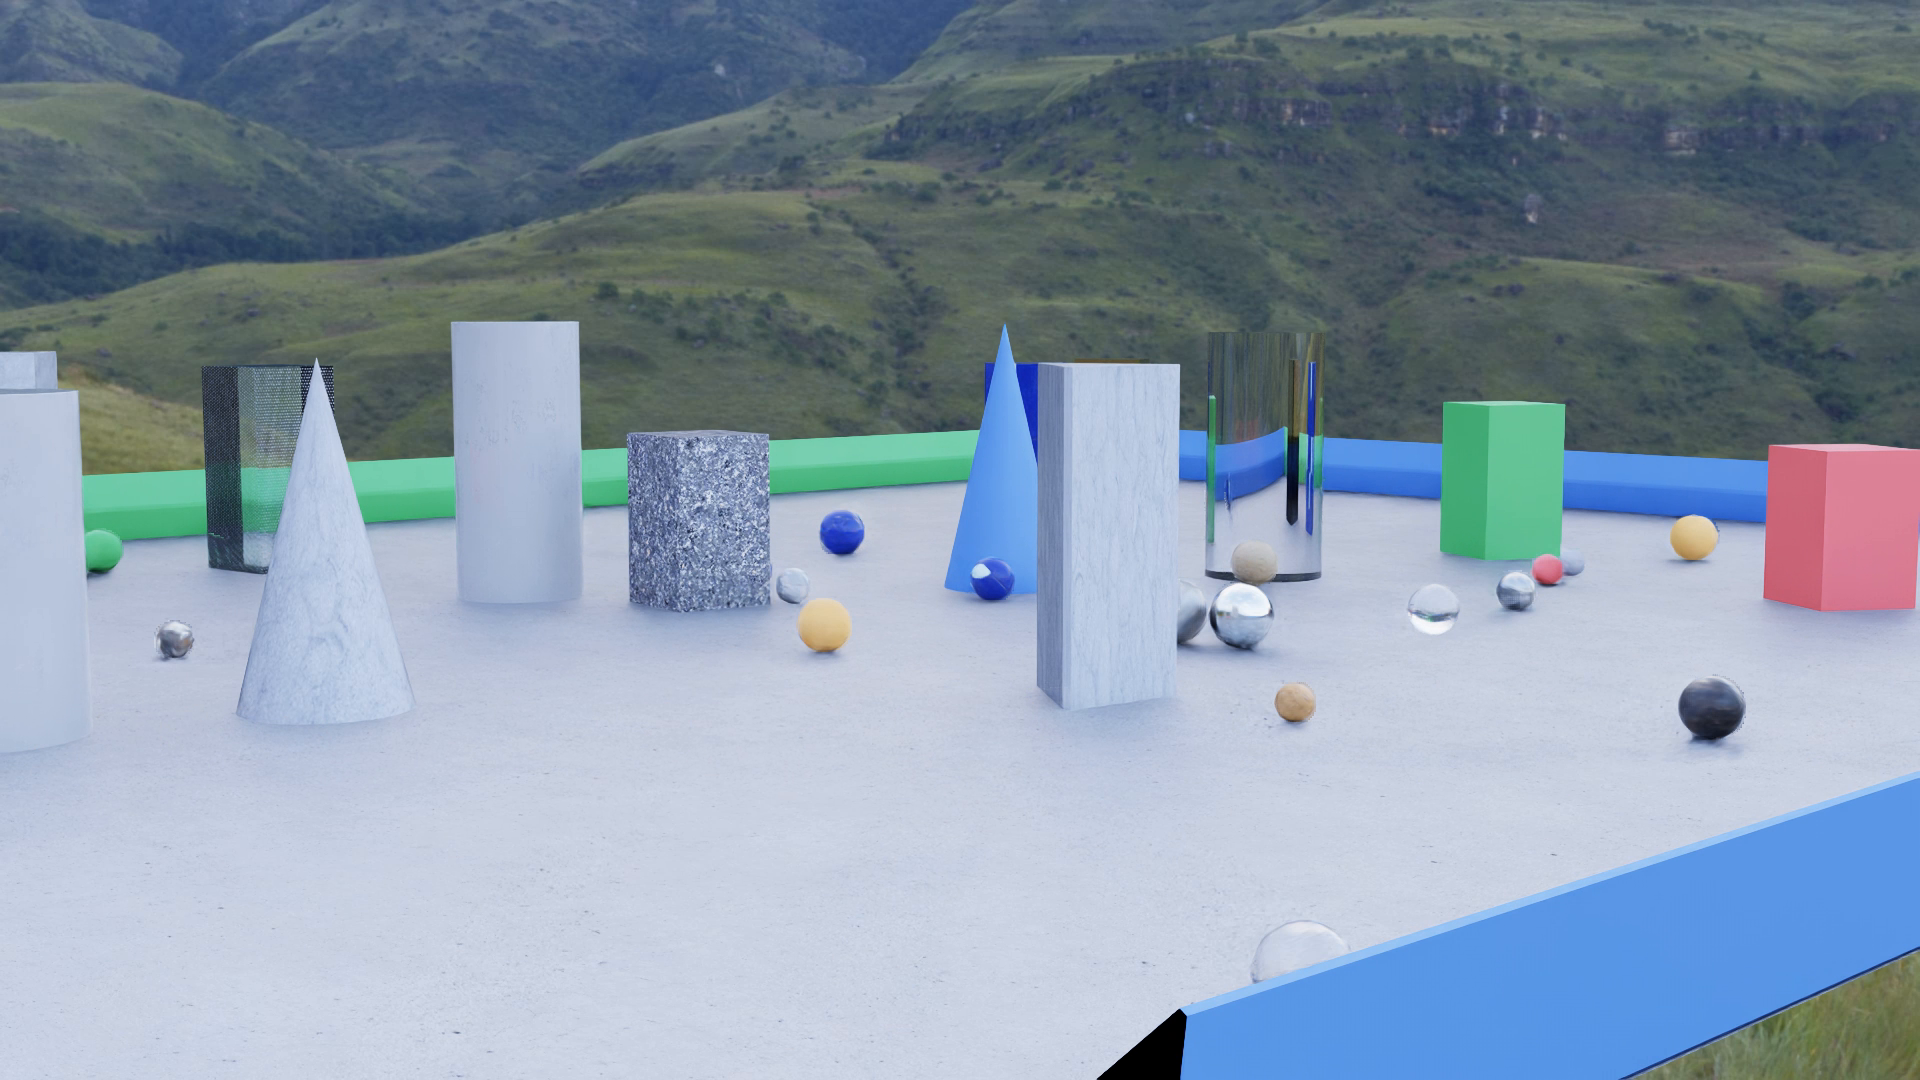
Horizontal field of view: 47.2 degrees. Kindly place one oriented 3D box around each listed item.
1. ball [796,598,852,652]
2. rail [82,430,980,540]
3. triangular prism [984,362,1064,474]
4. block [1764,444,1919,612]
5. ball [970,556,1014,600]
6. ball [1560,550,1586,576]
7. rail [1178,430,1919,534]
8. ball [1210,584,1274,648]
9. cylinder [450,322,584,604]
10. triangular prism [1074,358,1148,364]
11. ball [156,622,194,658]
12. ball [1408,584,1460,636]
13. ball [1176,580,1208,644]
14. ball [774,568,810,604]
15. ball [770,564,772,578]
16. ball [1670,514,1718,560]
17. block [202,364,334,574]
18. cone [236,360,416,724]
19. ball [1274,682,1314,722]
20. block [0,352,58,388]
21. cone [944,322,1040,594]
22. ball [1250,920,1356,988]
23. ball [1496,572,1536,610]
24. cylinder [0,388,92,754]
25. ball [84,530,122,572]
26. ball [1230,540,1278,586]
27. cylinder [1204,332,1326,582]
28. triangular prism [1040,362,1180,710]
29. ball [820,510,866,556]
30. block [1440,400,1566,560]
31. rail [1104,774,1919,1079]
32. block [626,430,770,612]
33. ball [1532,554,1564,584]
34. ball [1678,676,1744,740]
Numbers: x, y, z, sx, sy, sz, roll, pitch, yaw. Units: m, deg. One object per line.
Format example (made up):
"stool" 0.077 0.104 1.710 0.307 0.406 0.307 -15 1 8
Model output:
"ball" -0.177 0.111 2.868 0.071 0.071 0.071 0 6 0
"rail" -1.197 -0.102 4.622 4.227 0.126 0.045 -5 8 -42
"triangular prism" 0.161 -0.183 4.379 0.168 0.339 0.146 5 8 40
"block" 1.335 -0.022 3.332 0.156 0.237 0.156 -1 6 -11
"ball" 0.049 0.059 3.372 0.068 0.068 0.068 0 6 0
"ball" 1.026 0.038 3.687 0.045 0.045 0.045 0 6 0
"rail" 1.536 -0.115 4.741 0.045 0.126 3.577 -5 8 -42
"ball" 0.371 0.100 2.900 0.085 0.085 0.085 0 6 0
"cylinder" -0.687 -0.126 3.418 0.194 0.426 0.194 0 6 0
"triangular prism" 0.355 -0.217 4.696 0.168 0.340 0.146 5 8 42
"ball" -1.007 0.128 2.822 0.045 0.045 0.045 0 6 0
"ball" 0.648 0.096 3.011 0.070 0.070 0.070 0 6 0
"ball" 0.288 0.096 2.936 0.086 0.086 0.086 0 6 0
"ball" -0.254 0.069 3.341 0.055 0.055 0.055 0 6 0
"ball" -0.326 0.050 3.563 0.047 0.047 0.047 0 6 0
"ball" 1.307 -0.004 3.915 0.081 0.081 0.081 0 6 0
"block" -1.190 -0.126 3.795 0.156 0.348 0.156 5 8 39
"cone" -0.709 -0.007 2.444 0.194 0.392 0.194 0 6 0
"ball" 0.362 0.176 2.379 0.043 0.043 0.043 0 6 0
"block" -1.556 -0.115 3.561 0.156 0.376 0.156 -1 6 -10
"cone" 0.071 -0.136 3.526 0.194 0.424 0.194 0 6 0
"ball" 0.214 0.270 1.366 0.067 0.067 0.067 0 6 0
"ball" 0.825 0.076 3.264 0.057 0.057 0.057 0 6 0
"cylinder" -1.011 0.027 2.280 0.194 0.360 0.194 0 6 0
"ball" -1.459 0.019 3.727 0.073 0.073 0.073 0 6 0
"ball" 0.475 0.036 3.556 0.075 0.075 0.075 0 6 0
"cylinder" 0.508 -0.142 3.670 0.194 0.406 0.194 0 6 0
"triangular prism" 0.140 -0.012 2.539 0.168 0.382 0.146 -5 8 -38
"ball" -0.214 -0.014 3.998 0.084 0.084 0.084 0 6 0
"block" 0.985 -0.111 4.001 0.156 0.275 0.156 -2 6 -18
"rail" 1.197 0.168 2.042 4.227 0.126 0.045 -5 8 -42
"block" -0.396 -0.032 3.333 0.156 0.258 0.156 -4 7 -37
"ball" 0.953 0.048 3.566 0.050 0.050 0.050 0 6 0
"ball" 0.781 0.174 2.286 0.066 0.066 0.066 0 6 0
